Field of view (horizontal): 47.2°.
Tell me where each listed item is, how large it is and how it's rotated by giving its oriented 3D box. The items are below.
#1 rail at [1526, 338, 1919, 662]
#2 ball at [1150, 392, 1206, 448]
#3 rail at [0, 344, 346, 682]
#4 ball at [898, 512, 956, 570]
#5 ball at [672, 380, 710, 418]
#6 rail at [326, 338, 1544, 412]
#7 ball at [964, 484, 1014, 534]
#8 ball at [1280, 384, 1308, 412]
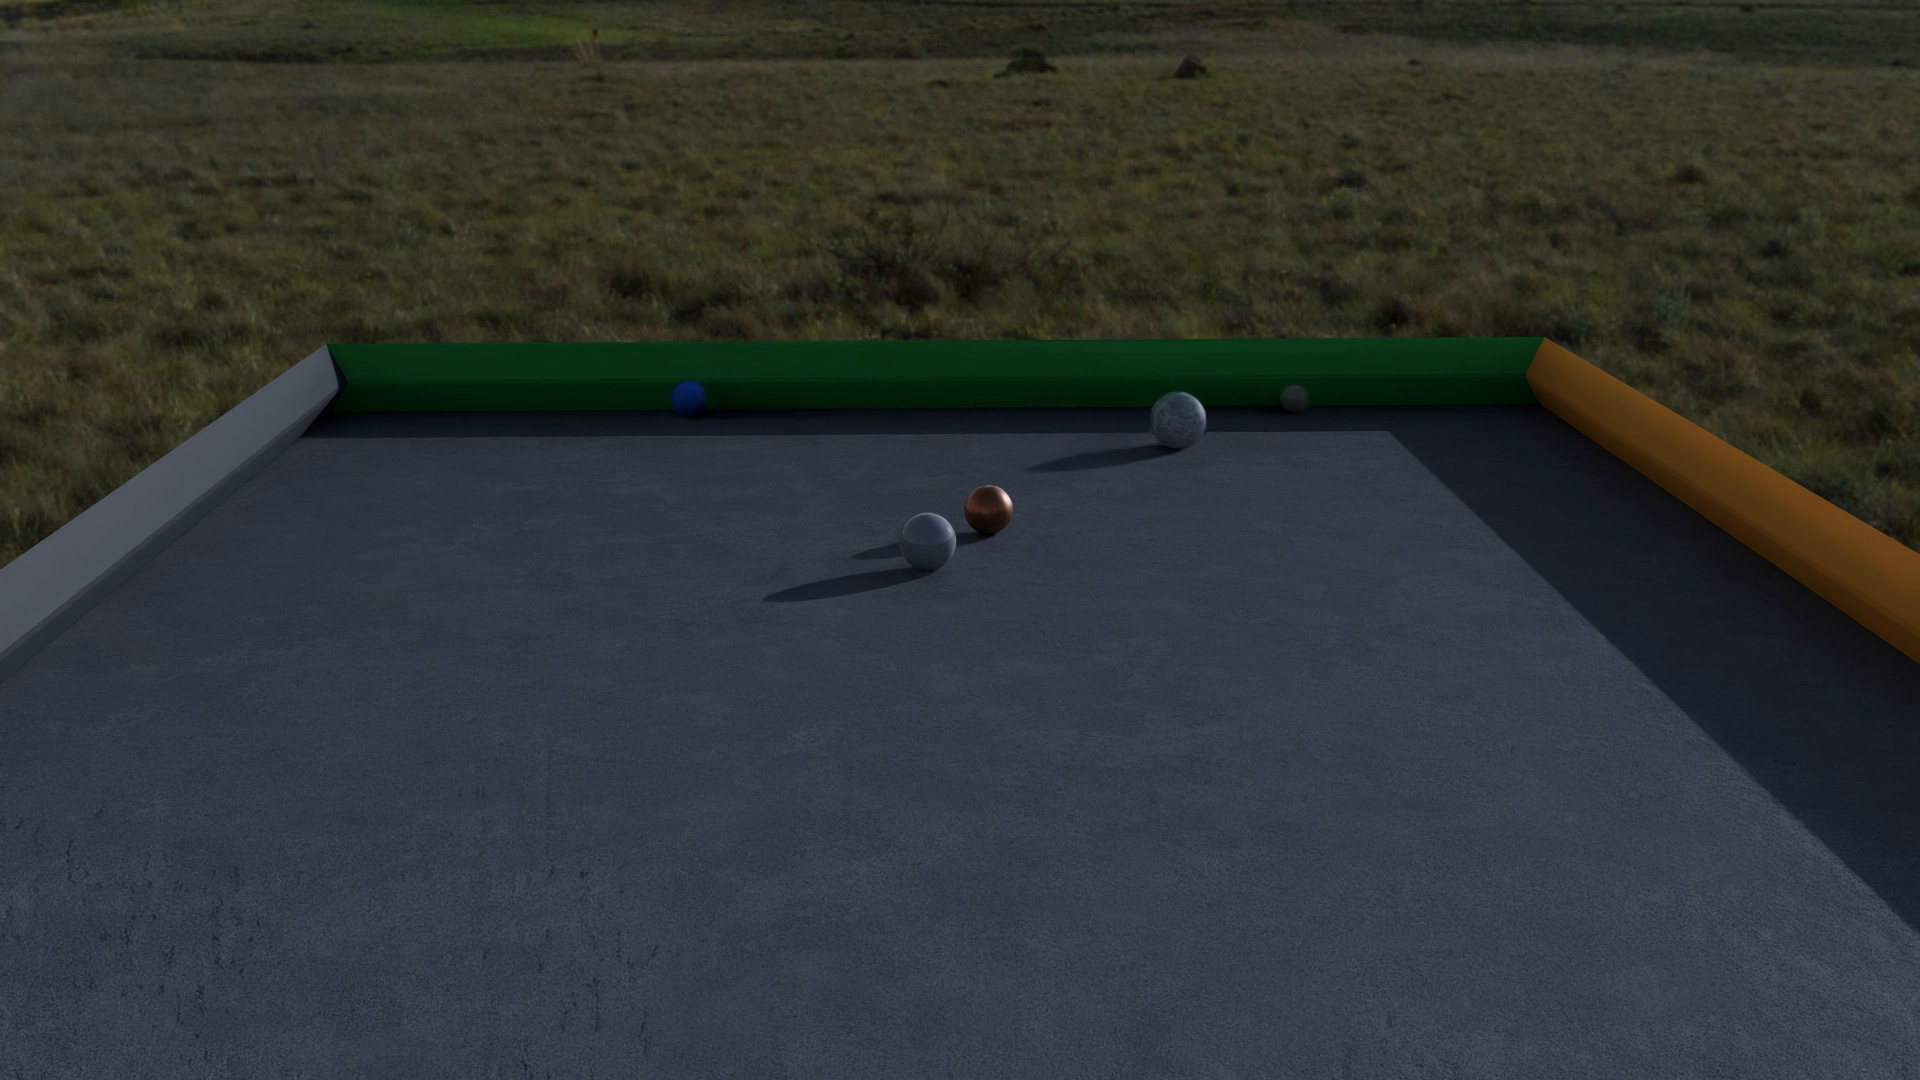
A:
[{"bbox_3d":[1.109,0.242,1.935,0.045,0.122,4.287,0,15,-2],"label":"rail"},{"bbox_3d":[0.362,-0.200,3.654,0.094,0.094,0.094,0,15,0],"label":"ball"},{"bbox_3d":[-1.039,0.260,1.867,0.045,0.122,4.287,0,15,-2],"label":"rail"},{"bbox_3d":[-0.043,0.002,2.926,0.077,0.077,0.077,0,15,0],"label":"ball"},{"bbox_3d":[-0.477,-0.250,3.899,0.065,0.065,0.065,0,15,0],"label":"ball"},{"bbox_3d":[-0.034,-0.294,3.948,2.196,0.122,0.045,0,15,-2],"label":"rail"},{"bbox_3d":[0.040,-0.043,3.110,0.070,0.070,0.070,0,15,0],"label":"ball"},{"bbox_3d":[0.599,-0.253,3.938,0.051,0.051,0.051,0,15,0],"label":"ball"}]
